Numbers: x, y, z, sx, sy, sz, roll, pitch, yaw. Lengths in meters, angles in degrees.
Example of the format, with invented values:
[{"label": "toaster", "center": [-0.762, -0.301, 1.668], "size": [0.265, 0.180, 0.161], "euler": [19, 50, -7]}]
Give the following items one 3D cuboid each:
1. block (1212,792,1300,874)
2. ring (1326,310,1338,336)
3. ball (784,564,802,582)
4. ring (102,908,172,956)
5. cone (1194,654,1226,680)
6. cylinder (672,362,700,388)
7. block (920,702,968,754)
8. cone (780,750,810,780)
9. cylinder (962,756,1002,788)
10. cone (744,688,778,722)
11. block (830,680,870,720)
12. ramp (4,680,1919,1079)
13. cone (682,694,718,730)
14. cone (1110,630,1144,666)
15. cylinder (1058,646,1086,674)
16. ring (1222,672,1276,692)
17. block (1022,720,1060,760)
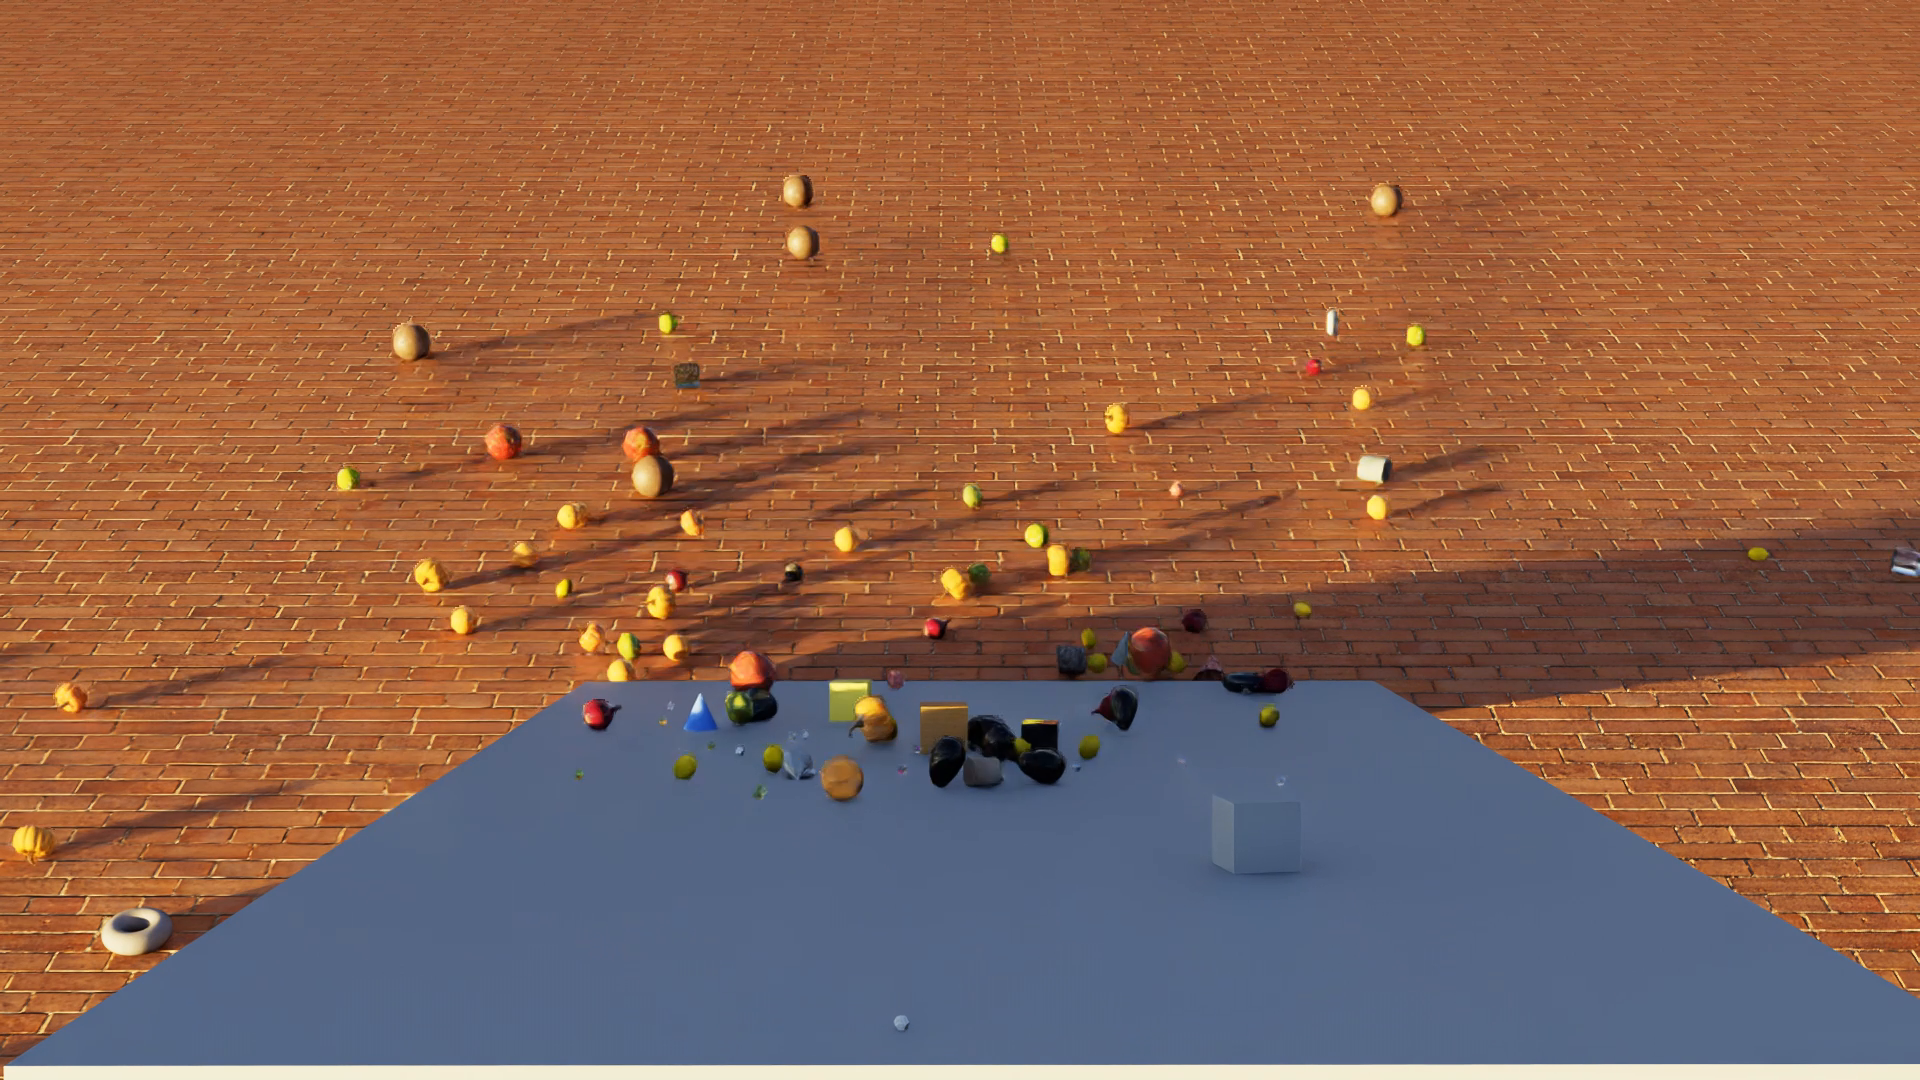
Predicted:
[{"label": "block", "center": [0.427, 0.421, 3.710], "size": [0.100, 0.100, 0.100], "euler": [-1, 2, -12]}, {"label": "ring", "center": [1.343, -0.782, 9.278], "size": [0.031, 0.094, 0.094], "euler": [5, 24, 17]}, {"label": "ball", "center": [-0.473, 0.092, 7.320], "size": [0.052, 0.052, 0.052], "euler": [0, 23, 0]}, {"label": "ring", "center": [-1.784, 0.848, 5.582], "size": [0.150, 0.050, 0.150], "euler": [-1, 24, 0]}, {"label": "cone", "center": [0.654, 0.332, 6.670], "size": [0.099, 0.099, 0.099], "euler": [2, 46, 5]}, {"label": "cylinder", "center": [-0.933, -0.560, 8.781], "size": [0.083, 0.083, 0.083], "euler": [-7, 24, -11]}, {"label": "block", "center": [-0.032, 0.370, 5.088], "size": [0.092, 0.092, 0.092], "euler": [0, 2, -2]}, {"label": "cone", "center": [-0.295, 0.420, 4.677], "size": [0.057, 0.057, 0.057], "euler": [-4, 41, -10]}, {"label": "cylinder", "center": [0.040, 0.411, 4.568], "size": [0.052, 0.052, 0.052], "euler": [-2, 22, -28]}, {"label": "cone", "center": [-0.452, 0.377, 5.619], "size": [0.081, 0.081, 0.081], "euler": [9, 32, 20]}, {"label": "block", "center": [-0.242, 0.352, 5.664], "size": [0.083, 0.083, 0.083], "euler": [0, 2, 4]}, {"label": "ramp", "center": [0.054, 0.488, 4.541], "size": [2.000, 0.100, 4.000], "euler": [0, 2, 0]}, {"label": "cone", "center": [-0.552, 0.363, 5.473], "size": [0.077, 0.077, 0.077], "euler": [0, 2, 0]}, {"label": "cone", "center": [0.445, 0.277, 6.850], "size": [0.087, 0.087, 0.087], "euler": [0, 23, 0]}, {"label": "cylinder", "center": [0.294, 0.316, 6.782], "size": [0.069, 0.069, 0.069], "euler": [-2, 24, -4]}, {"label": "ring", "center": [0.706, 0.346, 6.289], "size": [0.131, 0.044, 0.131], "euler": [1, 1, 0]}, {"label": "block", "center": [0.156, 0.386, 4.976], "size": [0.069, 0.069, 0.069], "euler": [0, 2, 5]}]
